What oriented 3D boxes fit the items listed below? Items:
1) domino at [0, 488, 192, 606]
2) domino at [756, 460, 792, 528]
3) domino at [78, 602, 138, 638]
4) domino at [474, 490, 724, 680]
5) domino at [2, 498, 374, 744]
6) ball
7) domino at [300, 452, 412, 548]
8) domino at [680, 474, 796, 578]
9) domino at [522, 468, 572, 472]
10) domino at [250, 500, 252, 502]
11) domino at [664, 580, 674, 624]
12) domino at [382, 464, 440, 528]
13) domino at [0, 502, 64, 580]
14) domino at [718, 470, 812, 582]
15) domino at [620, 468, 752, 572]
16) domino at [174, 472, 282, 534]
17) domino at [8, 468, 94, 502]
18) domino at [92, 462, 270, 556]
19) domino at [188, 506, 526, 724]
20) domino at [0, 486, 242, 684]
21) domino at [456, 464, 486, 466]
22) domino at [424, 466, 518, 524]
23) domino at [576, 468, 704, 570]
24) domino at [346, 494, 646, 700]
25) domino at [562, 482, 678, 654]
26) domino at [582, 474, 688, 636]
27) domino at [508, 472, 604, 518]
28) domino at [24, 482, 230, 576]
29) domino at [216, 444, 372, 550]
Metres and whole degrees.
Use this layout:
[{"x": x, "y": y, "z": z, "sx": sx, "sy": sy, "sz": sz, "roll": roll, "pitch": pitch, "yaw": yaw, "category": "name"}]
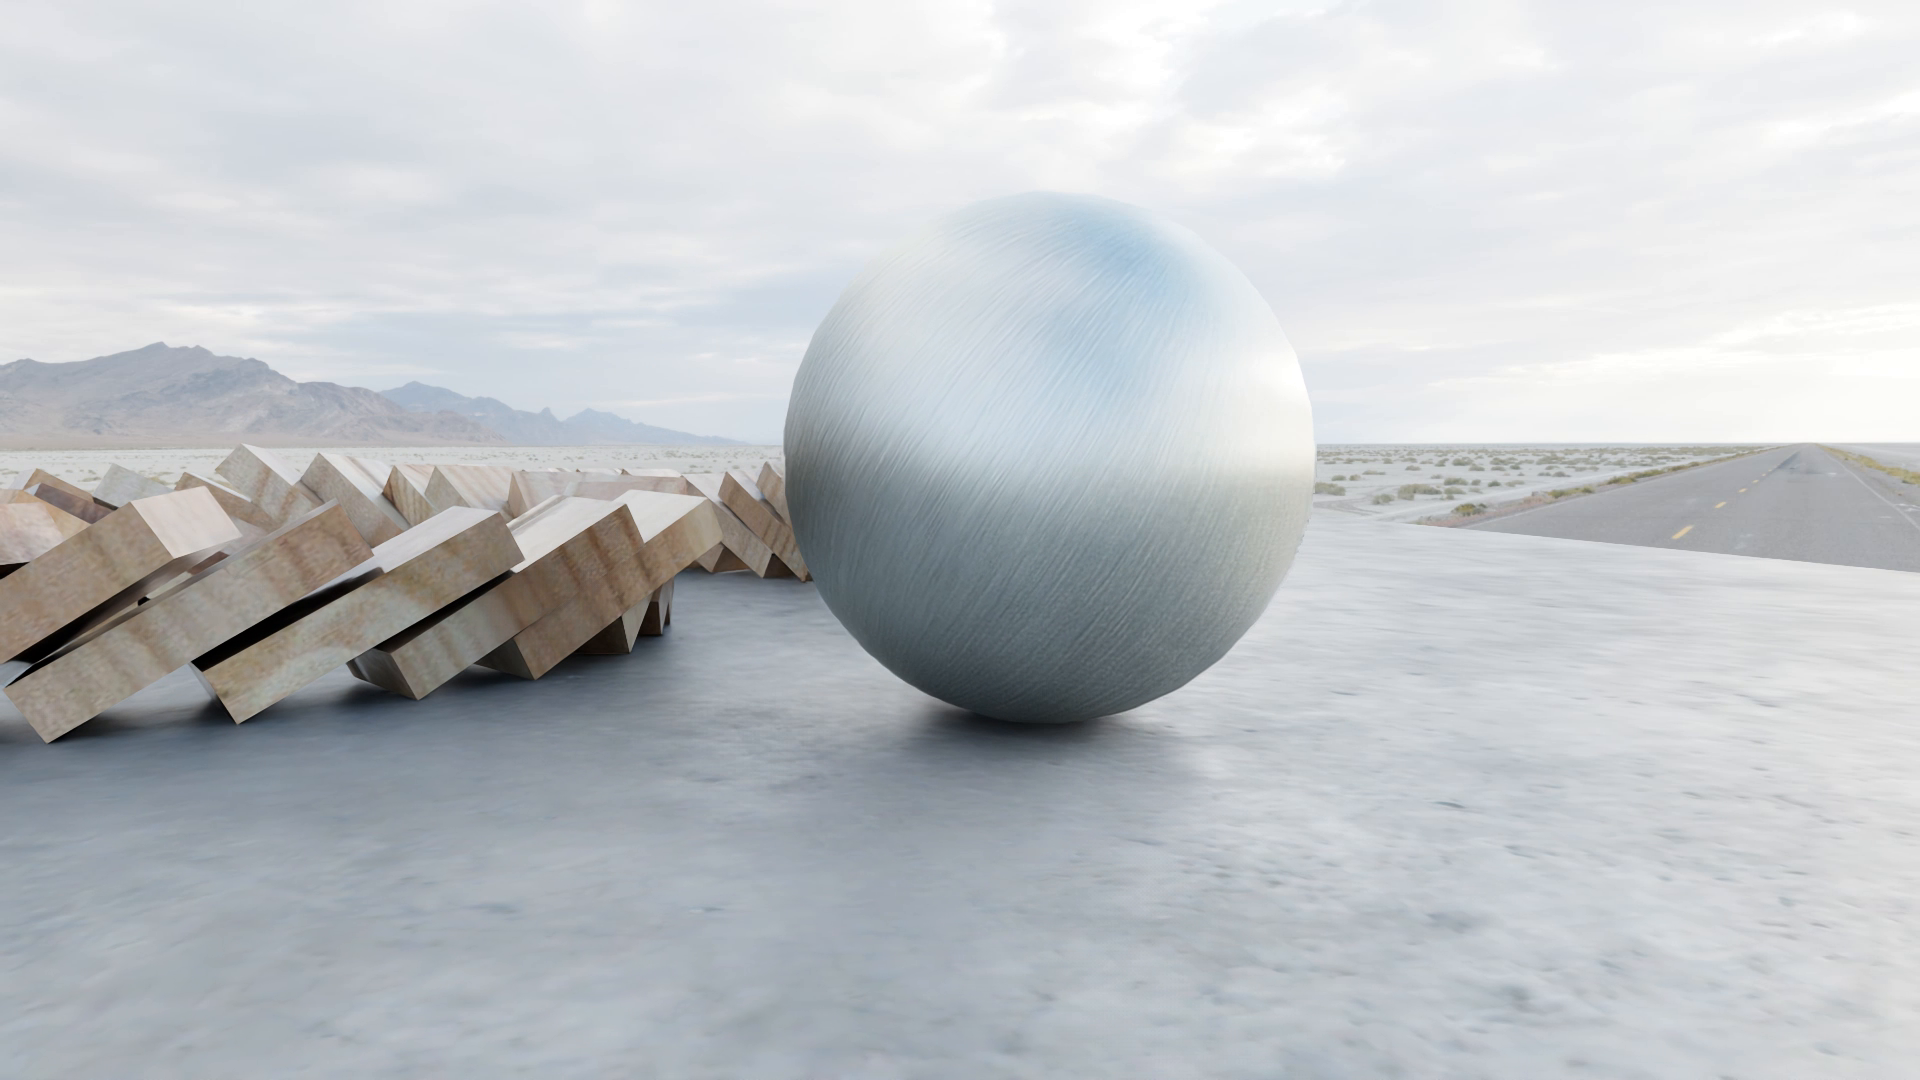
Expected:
[{"x": -0.206, "y": 0.004, "z": 0.298, "sx": 0.025, "sy": 0.010, "sz": 0.050, "roll": 2, "pitch": -25, "yaw": 20, "category": "domino"}, {"x": -0.040, "y": -0.006, "z": 0.404, "sx": 0.025, "sy": 0.010, "sz": 0.050, "roll": -2, "pitch": 39, "yaw": -45, "category": "domino"}, {"x": -0.208, "y": 0.017, "z": 0.275, "sx": 0.025, "sy": 0.009, "sz": 0.050, "roll": 1, "pitch": 4, "yaw": 15, "category": "domino"}, {"x": -0.073, "y": 0.007, "z": 0.253, "sx": 0.025, "sy": 0.009, "sz": 0.050, "roll": 7, "pitch": 35, "yaw": 38, "category": "domino"}, {"x": -0.118, "y": 0.011, "z": 0.201, "sx": 0.050, "sy": 0.009, "sz": 0.025, "roll": -35, "pitch": 18, "yaw": -21, "category": "domino"}, {"x": 0.013, "y": -0.012, "z": 0.197, "sx": 0.080, "sy": 0.080, "sz": 0.080, "roll": 0, "pitch": 4, "yaw": 0, "category": "ball"}, {"x": -0.157, "y": -0.005, "z": 0.360, "sx": 0.050, "sy": 0.009, "sz": 0.025, "roll": 39, "pitch": 8, "yaw": 13, "category": "domino"}, {"x": -0.070, "y": -0.006, "z": 0.426, "sx": 0.050, "sy": 0.009, "sz": 0.025, "roll": 37, "pitch": 25, "yaw": 31, "category": "domino"}, {"x": -0.128, "y": -0.008, "z": 0.448, "sx": 0.050, "sy": 0.009, "sz": 0.025, "roll": 33, "pitch": 13, "yaw": 13, "category": "domino"}, {"x": -0.209, "y": -0.006, "z": 0.434, "sx": 0.050, "sy": 0.010, "sz": 0.025, "roll": 28, "pitch": -3, "yaw": -14, "category": "domino"}, {"x": -0.083, "y": 0.002, "z": 0.318, "sx": 0.025, "sy": 0.009, "sz": 0.050, "roll": -1, "pitch": 33, "yaw": -8, "category": "domino"}, {"x": -0.135, "y": -0.003, "z": 0.357, "sx": 0.050, "sy": 0.010, "sz": 0.025, "roll": 41, "pitch": 22, "yaw": 24, "category": "domino"}, {"x": -0.158, "y": 0.012, "z": 0.183, "sx": 0.050, "sy": 0.010, "sz": 0.025, "roll": -31, "pitch": 1, "yaw": 6, "category": "domino"}, {"x": -0.054, "y": -0.005, "z": 0.415, "sx": 0.025, "sy": 0.010, "sz": 0.050, "roll": -5, "pitch": 37, "yaw": -47, "category": "domino"}, {"x": -0.091, "y": -0.007, "z": 0.437, "sx": 0.050, "sy": 0.009, "sz": 0.025, "roll": 36, "pitch": 18, "yaw": 23, "category": "domino"}, {"x": -0.231, "y": -0.006, "z": 0.423, "sx": 0.050, "sy": 0.009, "sz": 0.025, "roll": 29, "pitch": -10, "yaw": -21, "category": "domino"}, {"x": -0.263, "y": -0.005, "z": 0.395, "sx": 0.025, "sy": 0.010, "sz": 0.050, "roll": 0, "pitch": -28, "yaw": 45, "category": "domino"}, {"x": -0.199, "y": -0.002, "z": 0.338, "sx": 0.050, "sy": 0.009, "sz": 0.025, "roll": 29, "pitch": -24, "yaw": -23, "category": "domino"}, {"x": -0.102, "y": 0.011, "z": 0.216, "sx": 0.050, "sy": 0.009, "sz": 0.025, "roll": -35, "pitch": 24, "yaw": -31, "category": "domino"}, {"x": -0.135, "y": 0.010, "z": 0.188, "sx": 0.050, "sy": 0.009, "sz": 0.025, "roll": -33, "pitch": 11, "yaw": -4, "category": "domino"}, {"x": -0.152, "y": -0.009, "z": 0.447, "sx": 0.050, "sy": 0.010, "sz": 0.025, "roll": 32, "pitch": 3, "yaw": -1, "category": "domino"}, {"x": -0.120, "y": -0.002, "z": 0.347, "sx": 0.050, "sy": 0.009, "sz": 0.025, "roll": 42, "pitch": 24, "yaw": 26, "category": "domino"}, {"x": -0.109, "y": -0.008, "z": 0.444, "sx": 0.050, "sy": 0.009, "sz": 0.025, "roll": 35, "pitch": 17, "yaw": 20, "category": "domino"}, {"x": -0.085, "y": 0.009, "z": 0.234, "sx": 0.025, "sy": 0.010, "sz": 0.050, "roll": 7, "pitch": 35, "yaw": 42, "category": "domino"}, {"x": -0.079, "y": 0.005, "z": 0.279, "sx": 0.025, "sy": 0.009, "sz": 0.050, "roll": 0, "pitch": 35, "yaw": 3, "category": "domino"}, {"x": -0.080, "y": 0.002, "z": 0.301, "sx": 0.025, "sy": 0.010, "sz": 0.050, "roll": 2, "pitch": 35, "yaw": -5, "category": "domino"}, {"x": -0.100, "y": 0.000, "z": 0.337, "sx": 0.025, "sy": 0.009, "sz": 0.050, "roll": -1, "pitch": 36, "yaw": -34, "category": "domino"}, {"x": -0.207, "y": 0.002, "z": 0.322, "sx": 0.025, "sy": 0.009, "sz": 0.050, "roll": -5, "pitch": -27, "yaw": 46, "category": "domino"}, {"x": -0.175, "y": -0.005, "z": 0.351, "sx": 0.050, "sy": 0.010, "sz": 0.025, "roll": 42, "pitch": -8, "yaw": -8, "category": "domino"}]
